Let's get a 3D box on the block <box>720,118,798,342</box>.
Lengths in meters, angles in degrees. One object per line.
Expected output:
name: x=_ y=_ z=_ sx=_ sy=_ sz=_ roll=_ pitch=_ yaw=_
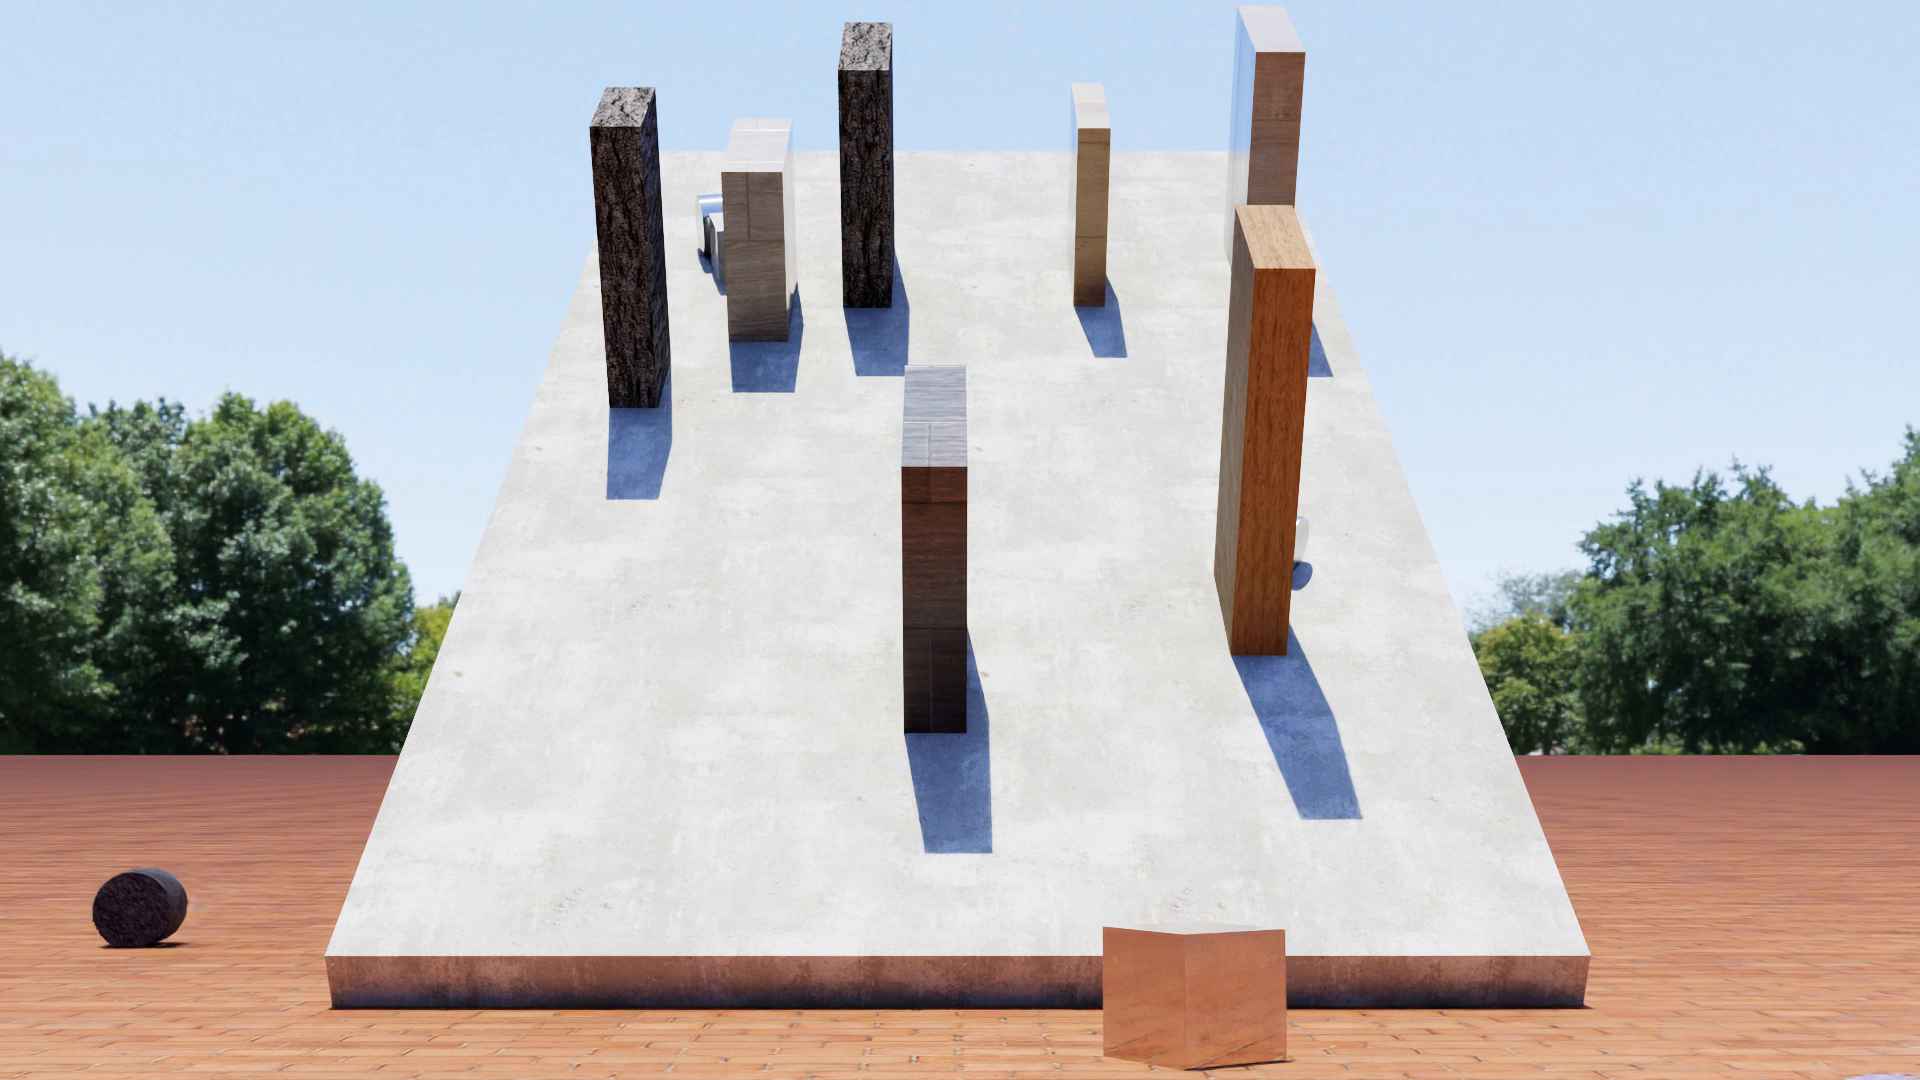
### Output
block: x=-0.506 y=-0.792 z=6.049 sx=0.149 sy=0.445 sz=0.422 roll=0 pitch=28 yaw=0

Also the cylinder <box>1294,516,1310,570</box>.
cylinder: x=0.647 y=-0.005 z=4.910 sx=0.111 sy=0.111 sz=0.111 roll=15 pitch=2 yaw=26

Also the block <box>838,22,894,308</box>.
block: x=-0.241 y=-0.983 z=6.217 sx=0.126 sy=0.630 sz=0.439 roll=0 pitch=28 yaw=0

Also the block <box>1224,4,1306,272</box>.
block: x=0.792 y=-1.013 z=6.237 sx=0.123 sy=0.670 sz=0.441 roll=0 pitch=28 yaw=0

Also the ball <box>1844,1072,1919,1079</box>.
ball: x=0.673 y=0.473 z=1.712 sx=0.176 sy=0.176 sz=0.176 roll=0 pitch=-5 yaw=0

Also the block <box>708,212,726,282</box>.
block: x=-0.588 y=-0.789 z=6.370 sx=0.142 sy=0.142 sz=0.142 roll=-6 pitch=28 yaw=-12

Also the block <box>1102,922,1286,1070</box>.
block: x=0.311 y=0.602 z=3.165 sx=0.172 sy=0.172 sz=0.172 roll=3 pitch=-6 yaw=-34

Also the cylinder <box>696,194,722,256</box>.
cylinder: x=-0.630 y=-0.865 z=6.495 sx=0.162 sy=0.162 sz=0.162 roll=-6 pitch=-4 yaw=-12

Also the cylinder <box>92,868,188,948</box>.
cylinder: x=-1.716 y=0.770 z=4.984 sx=0.156 sy=0.156 sz=0.156 roll=0 pitch=-5 yaw=-5

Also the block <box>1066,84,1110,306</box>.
block: x=0.335 y=-0.908 z=6.239 sx=0.082 sy=0.480 sz=0.385 roll=0 pitch=28 yaw=0

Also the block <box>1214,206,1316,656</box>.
block: x=0.576 y=-0.207 z=4.556 sx=0.108 sy=0.795 sz=0.332 roll=0 pitch=28 yaw=0

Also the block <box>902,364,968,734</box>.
block: x=-0.046 y=0.011 z=4.410 sx=0.115 sy=0.540 sz=0.439 roll=0 pitch=28 yaw=0

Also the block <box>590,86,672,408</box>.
block: x=-0.769 y=-0.684 z=5.581 sx=0.115 sy=0.686 sz=0.298 roll=0 pitch=28 yaw=0

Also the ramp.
ramp: x=-0.011 y=-0.224 z=5.554 sx=2.000 sy=0.100 sz=4.000 roll=0 pitch=28 yaw=0
